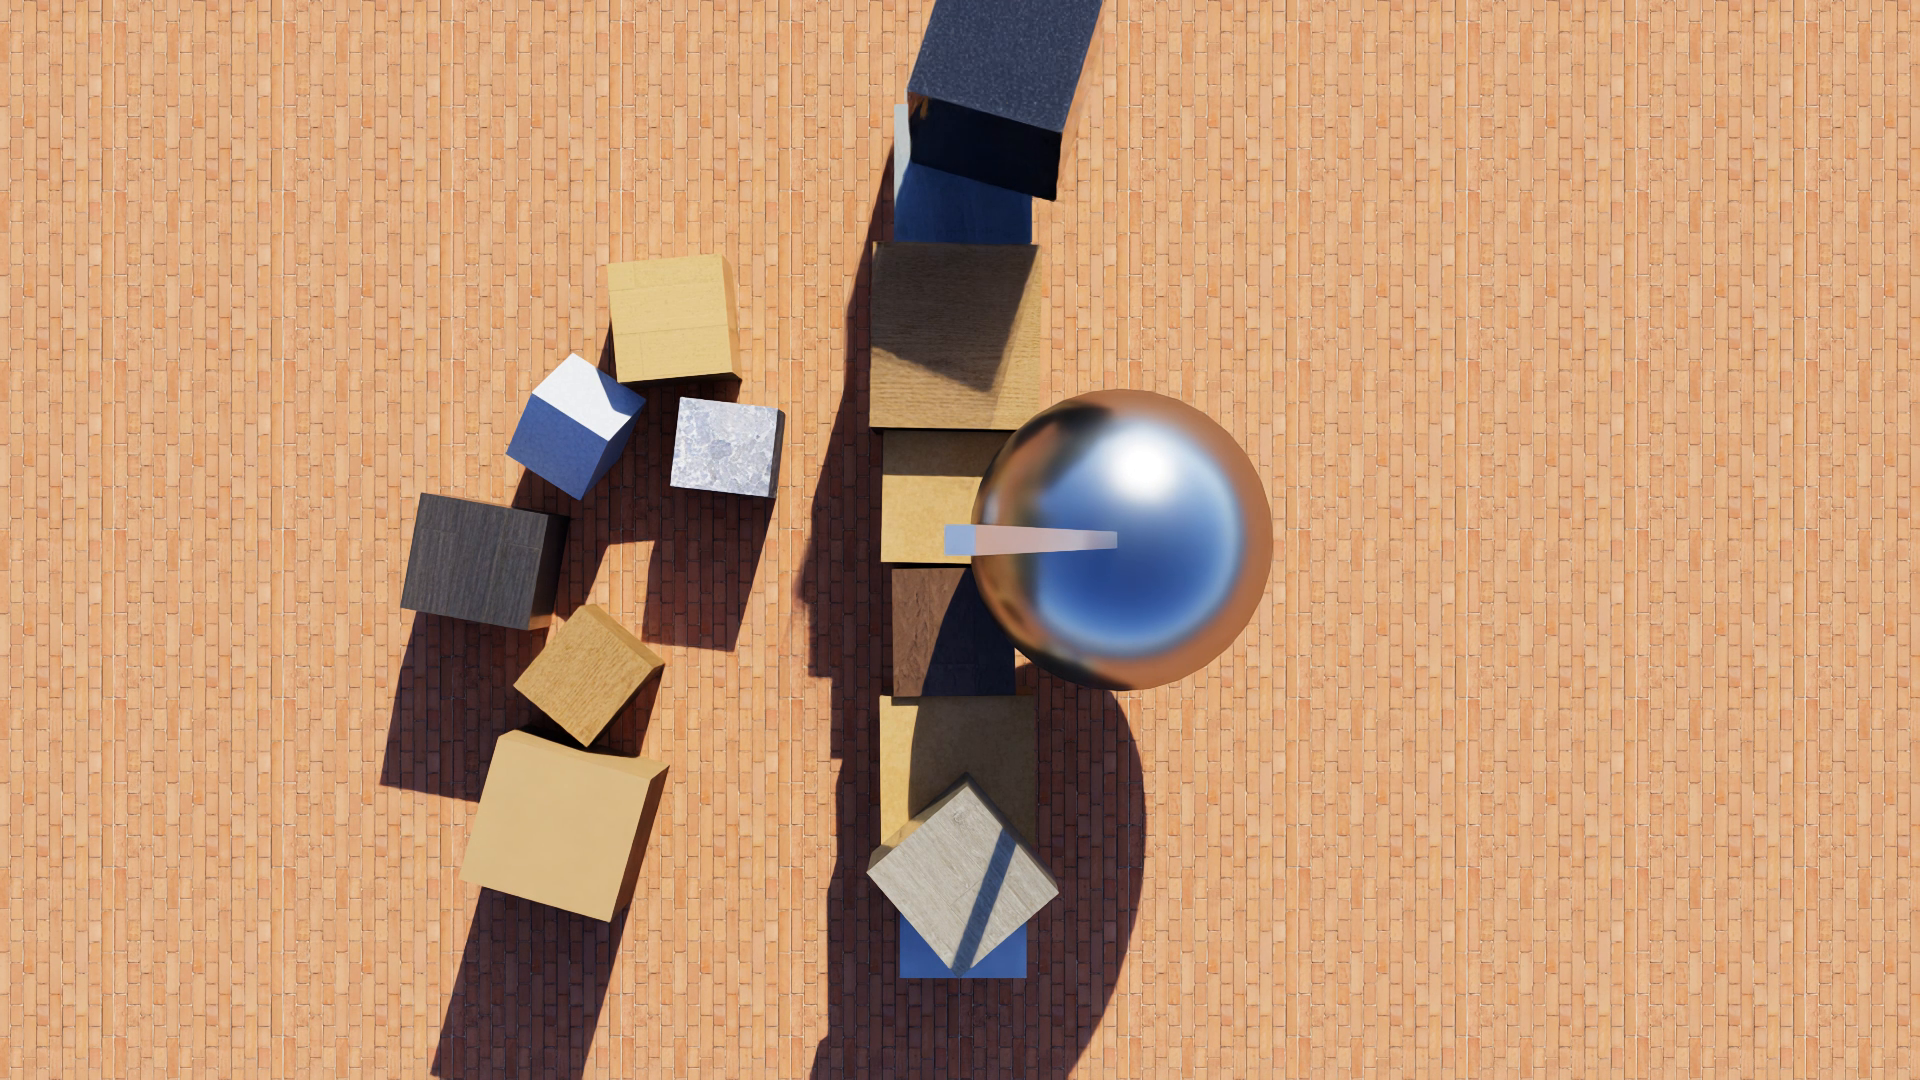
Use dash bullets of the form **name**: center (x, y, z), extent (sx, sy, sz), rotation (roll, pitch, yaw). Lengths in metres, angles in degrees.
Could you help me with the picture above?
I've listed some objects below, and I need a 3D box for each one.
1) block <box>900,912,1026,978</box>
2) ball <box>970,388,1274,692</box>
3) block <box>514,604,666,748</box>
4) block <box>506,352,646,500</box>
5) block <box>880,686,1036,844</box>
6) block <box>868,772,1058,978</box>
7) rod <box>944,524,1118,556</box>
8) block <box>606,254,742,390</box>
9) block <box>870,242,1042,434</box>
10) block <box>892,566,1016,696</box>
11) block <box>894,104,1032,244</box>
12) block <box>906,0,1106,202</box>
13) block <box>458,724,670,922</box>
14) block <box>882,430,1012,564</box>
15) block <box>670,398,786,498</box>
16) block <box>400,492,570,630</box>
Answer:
- **block**: center (0.018, 2.067, 12.607), extent (0.705, 0.785, 0.731), rotation (0, 90, 0)
- **ball**: center (0.846, 0.000, 11.596), extent (1.600, 1.600, 1.600), rotation (0, 90, 0)
- **block**: center (-2.139, 0.775, 12.741), extent (0.547, 0.518, 0.590), rotation (40, 90, 0)
- **block**: center (-2.207, -0.651, 12.653), extent (0.508, 0.493, 0.498), rotation (32, 128, 0)
- **block**: center (-0.014, 1.281, 12.604), extent (0.856, 0.793, 0.831), rotation (-1, 90, 0)
- **block**: center (0.015, 1.793, 11.871), extent (0.695, 0.675, 0.739), rotation (-41, 91, 0)
- **rod**: center (0.366, 0.000, 8.230), extent (0.080, 5.200, 0.080), rotation (0, 90, 8)
- **block**: center (-1.639, -1.253, 12.701), extent (0.649, 0.599, 0.672), rotation (-5, 90, 0)
- **block**: center (-0.023, -1.122, 12.536), extent (0.929, 0.927, 1.017), rotation (1, 90, 0)
- **block**: center (-0.035, 0.509, 12.585), extent (0.675, 0.830, 0.706), rotation (-1, 90, 0)
- **block**: center (0.012, -2.037, 12.652), extent (0.776, 0.678, 0.798), rotation (0, 90, -1)
- **block**: center (0.251, -2.500, 11.831), extent (0.832, 0.952, 0.879), rotation (16, 78, 4)
- **block**: center (-2.246, 1.602, 12.585), extent (0.874, 0.831, 0.820), rotation (16, 90, 0)
- **block**: center (-0.028, -0.238, 12.621), extent (0.809, 0.759, 0.732), rotation (1, 90, 0)
- **block**: center (-1.332, -0.525, 12.707), extent (0.554, 0.586, 0.504), rotation (6, 90, 0)
- **block**: center (-2.720, 0.120, 12.655), extent (0.727, 0.690, 0.658), rotation (10, 90, 0)
